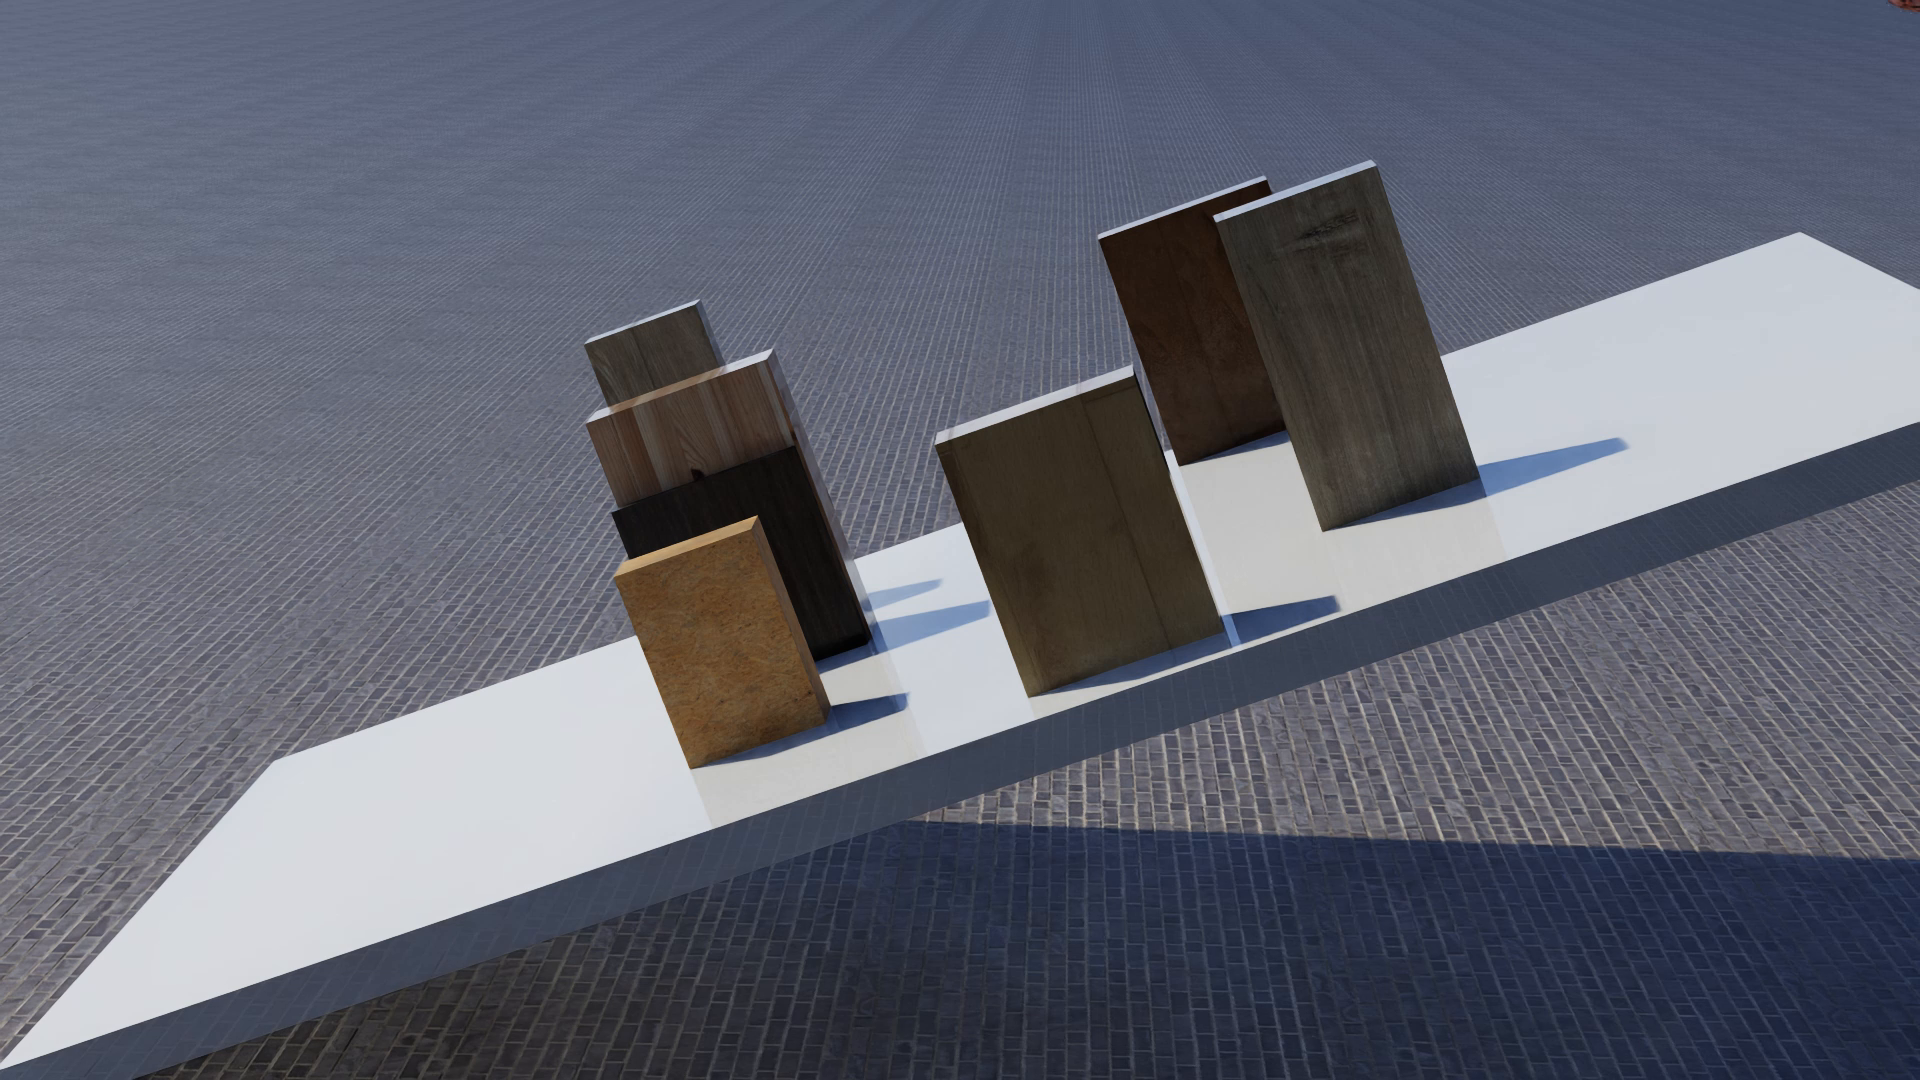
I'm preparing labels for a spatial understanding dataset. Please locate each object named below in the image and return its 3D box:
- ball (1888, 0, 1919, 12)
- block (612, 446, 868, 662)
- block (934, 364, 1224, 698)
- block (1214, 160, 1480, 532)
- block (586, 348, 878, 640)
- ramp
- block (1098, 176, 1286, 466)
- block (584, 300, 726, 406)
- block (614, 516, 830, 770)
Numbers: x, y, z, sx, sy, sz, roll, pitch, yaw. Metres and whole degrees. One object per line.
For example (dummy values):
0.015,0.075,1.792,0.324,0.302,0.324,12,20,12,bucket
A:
1.904,-1.144,5.822,0.195,0.195,0.195,0,13,0,ball
-0.473,0.072,6.393,0.421,0.457,0.101,-19,11,6,block
0.223,-0.016,5.456,0.385,0.508,0.122,-19,11,6,block
0.770,-0.385,5.859,0.330,0.659,0.117,-19,11,6,block
-0.495,-0.034,6.433,0.419,0.652,0.149,-19,11,6,block
0.113,0.178,6.299,4.000,0.100,2.000,-19,11,6,ramp
0.618,-0.516,6.960,0.415,0.576,0.094,-19,11,6,block
-0.602,-0.150,6.862,0.277,0.771,0.090,-19,11,6,block
-0.471,0.204,5.865,0.290,0.418,0.128,-19,11,6,block
